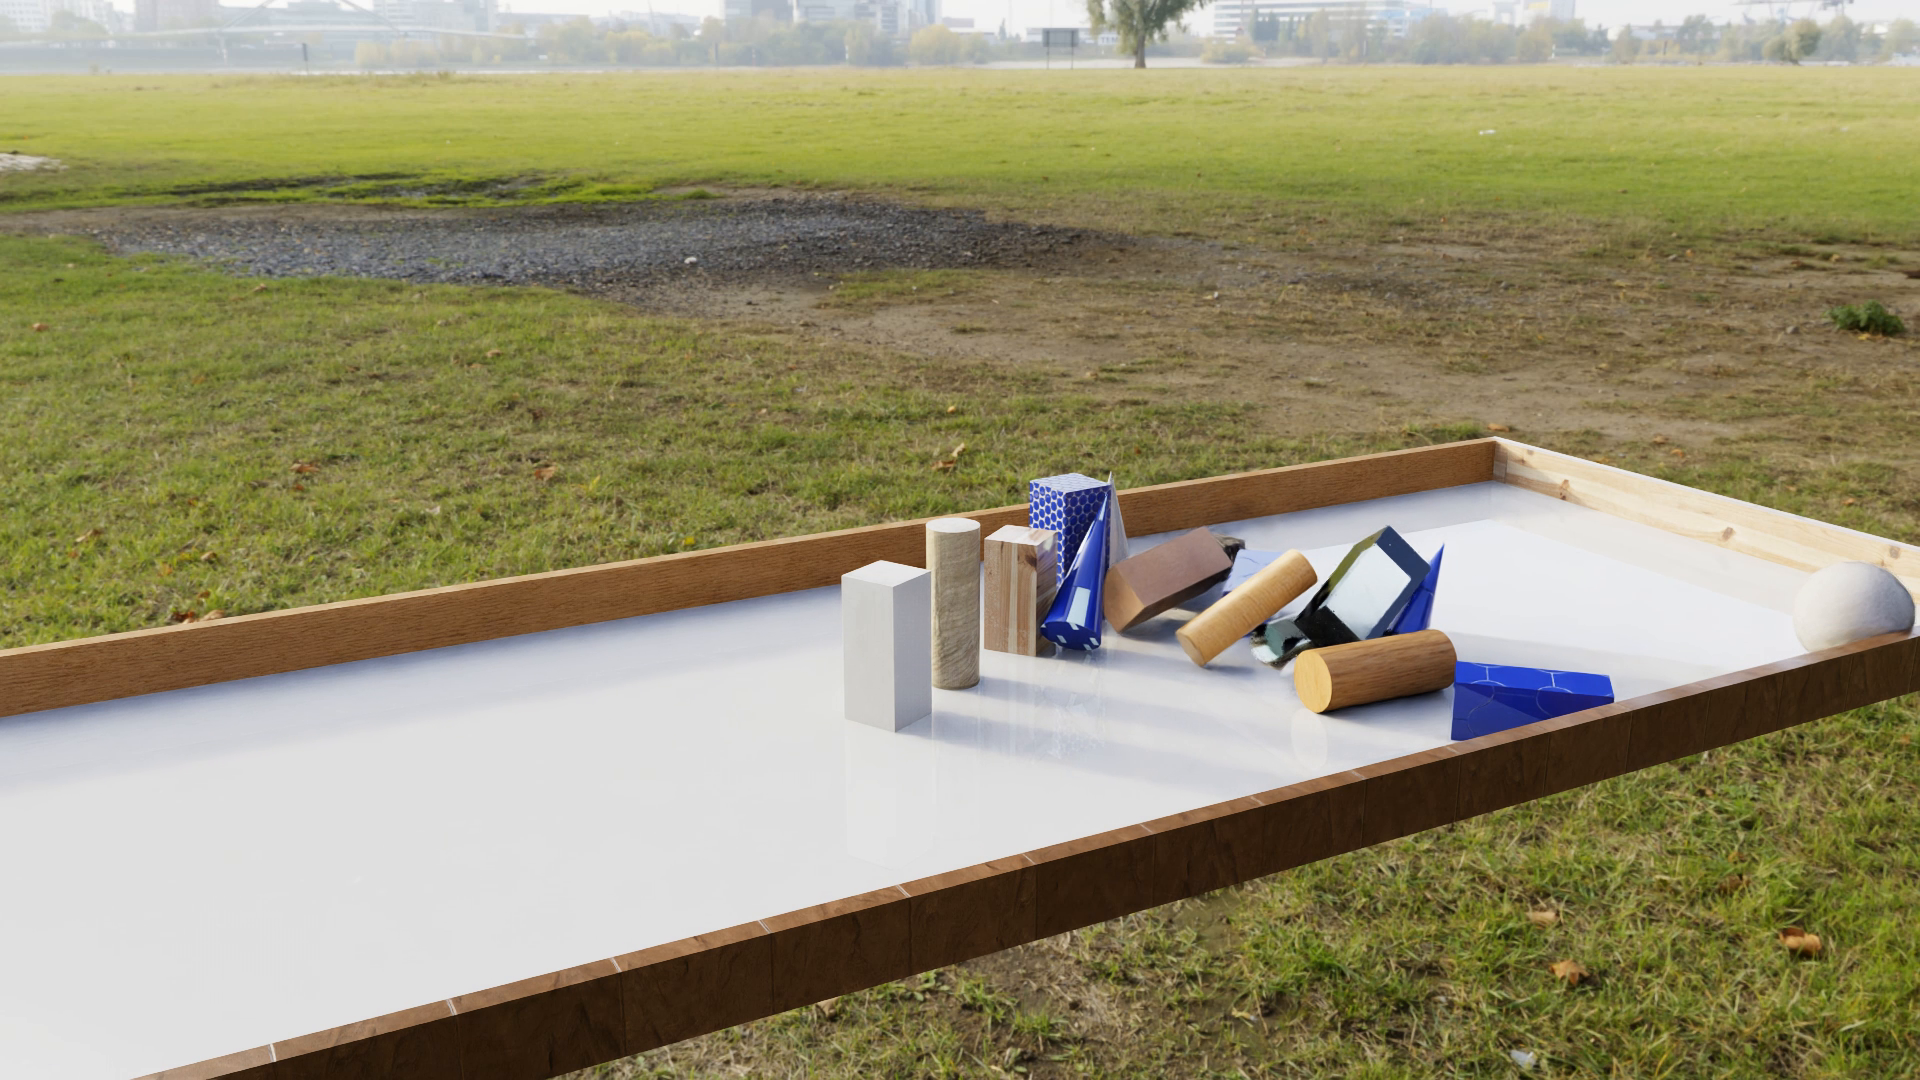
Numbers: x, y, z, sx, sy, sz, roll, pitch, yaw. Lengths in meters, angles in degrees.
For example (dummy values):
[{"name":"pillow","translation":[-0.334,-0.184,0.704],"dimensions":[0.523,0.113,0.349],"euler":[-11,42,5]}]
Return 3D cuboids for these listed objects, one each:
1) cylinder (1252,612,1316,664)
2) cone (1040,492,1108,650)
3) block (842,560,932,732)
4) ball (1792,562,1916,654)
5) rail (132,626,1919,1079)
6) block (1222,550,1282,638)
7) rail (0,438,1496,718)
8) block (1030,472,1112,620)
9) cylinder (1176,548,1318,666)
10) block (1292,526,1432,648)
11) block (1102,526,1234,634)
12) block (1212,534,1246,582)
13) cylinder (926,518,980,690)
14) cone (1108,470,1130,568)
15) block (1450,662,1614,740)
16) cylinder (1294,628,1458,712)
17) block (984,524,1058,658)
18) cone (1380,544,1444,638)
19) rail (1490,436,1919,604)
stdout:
[{"name":"cylinder","translation":[0.939,0.234,4.373],"dimensions":[0.384,0.106,0.106],"euler":[-13,21,-38]},{"name":"cone","translation":[0.346,0.058,4.395],"dimensions":[0.163,0.163,0.447],"euler":[6,62,20]},{"name":"block","translation":[-0.170,0.248,3.880],"dimensions":[0.149,0.356,0.149],"euler":[11,20,33]},{"name":"ball","translation":[2.273,0.195,4.199],"dimensions":[0.279,0.279,0.279],"euler":[0,16,0]},{"name":"rail","translation":[-2.336,1.006,1.665],"dimensions":[12.000,0.150,0.050],"euler":[-9,18,-27]},{"name":"block","translation":[0.823,0.147,4.633],"dimensions":[0.126,0.126,0.406],"euler":[4,17,15]},{"name":"rail","translation":[-3.305,0.497,3.399],"dimensions":[12.000,0.150,0.050],"euler":[-9,18,-27]},{"name":"block","translation":[0.303,0.028,4.574],"dimensions":[0.159,0.387,0.159],"euler":[-11,20,-33]},{"name":"cylinder","translation":[0.741,0.174,4.262],"dimensions":[0.378,0.111,0.111],"euler":[-34,25,-10]},{"name":"block","translation":[1.038,0.143,4.253],"dimensions":[0.319,0.158,0.158],"euler":[-46,1,-28]},{"name":"block","translation":[0.562,0.107,4.582],"dimensions":[0.397,0.141,0.141],"euler":[-21,69,-41]},{"name":"block","translation":[0.668,0.083,4.884],"dimensions":[0.429,0.106,0.106],"euler":[-15,22,-41]},{"name":"cylinder","translation":[-0.017,0.159,4.093],"dimensions":[0.133,0.407,0.133],"euler":[0,16,0]},{"name":"cone","translation":[0.440,-0.035,4.852],"dimensions":[0.172,0.351,0.172],"euler":[0,16,0]},{"name":"block","translation":[1.310,0.385,3.792],"dimensions":[0.339,0.142,0.142],"euler":[5,17,15]},{"name":"cylinder","translation":[1.012,0.316,4.013],"dimensions":[0.372,0.151,0.151],"euler":[-7,18,-23]},{"name":"block","translation":[0.161,0.133,4.363],"dimensions":[0.147,0.304,0.147],"euler":[7,18,24]},{"name":"cone","translation":[1.202,0.139,4.297],"dimensions":[0.146,0.146,0.334],"euler":[13,62,37]},{"name":"rail","translation":[2.466,-0.048,5.253],"dimensions":[0.050,0.150,2.100],"euler":[-9,18,-27]}]
